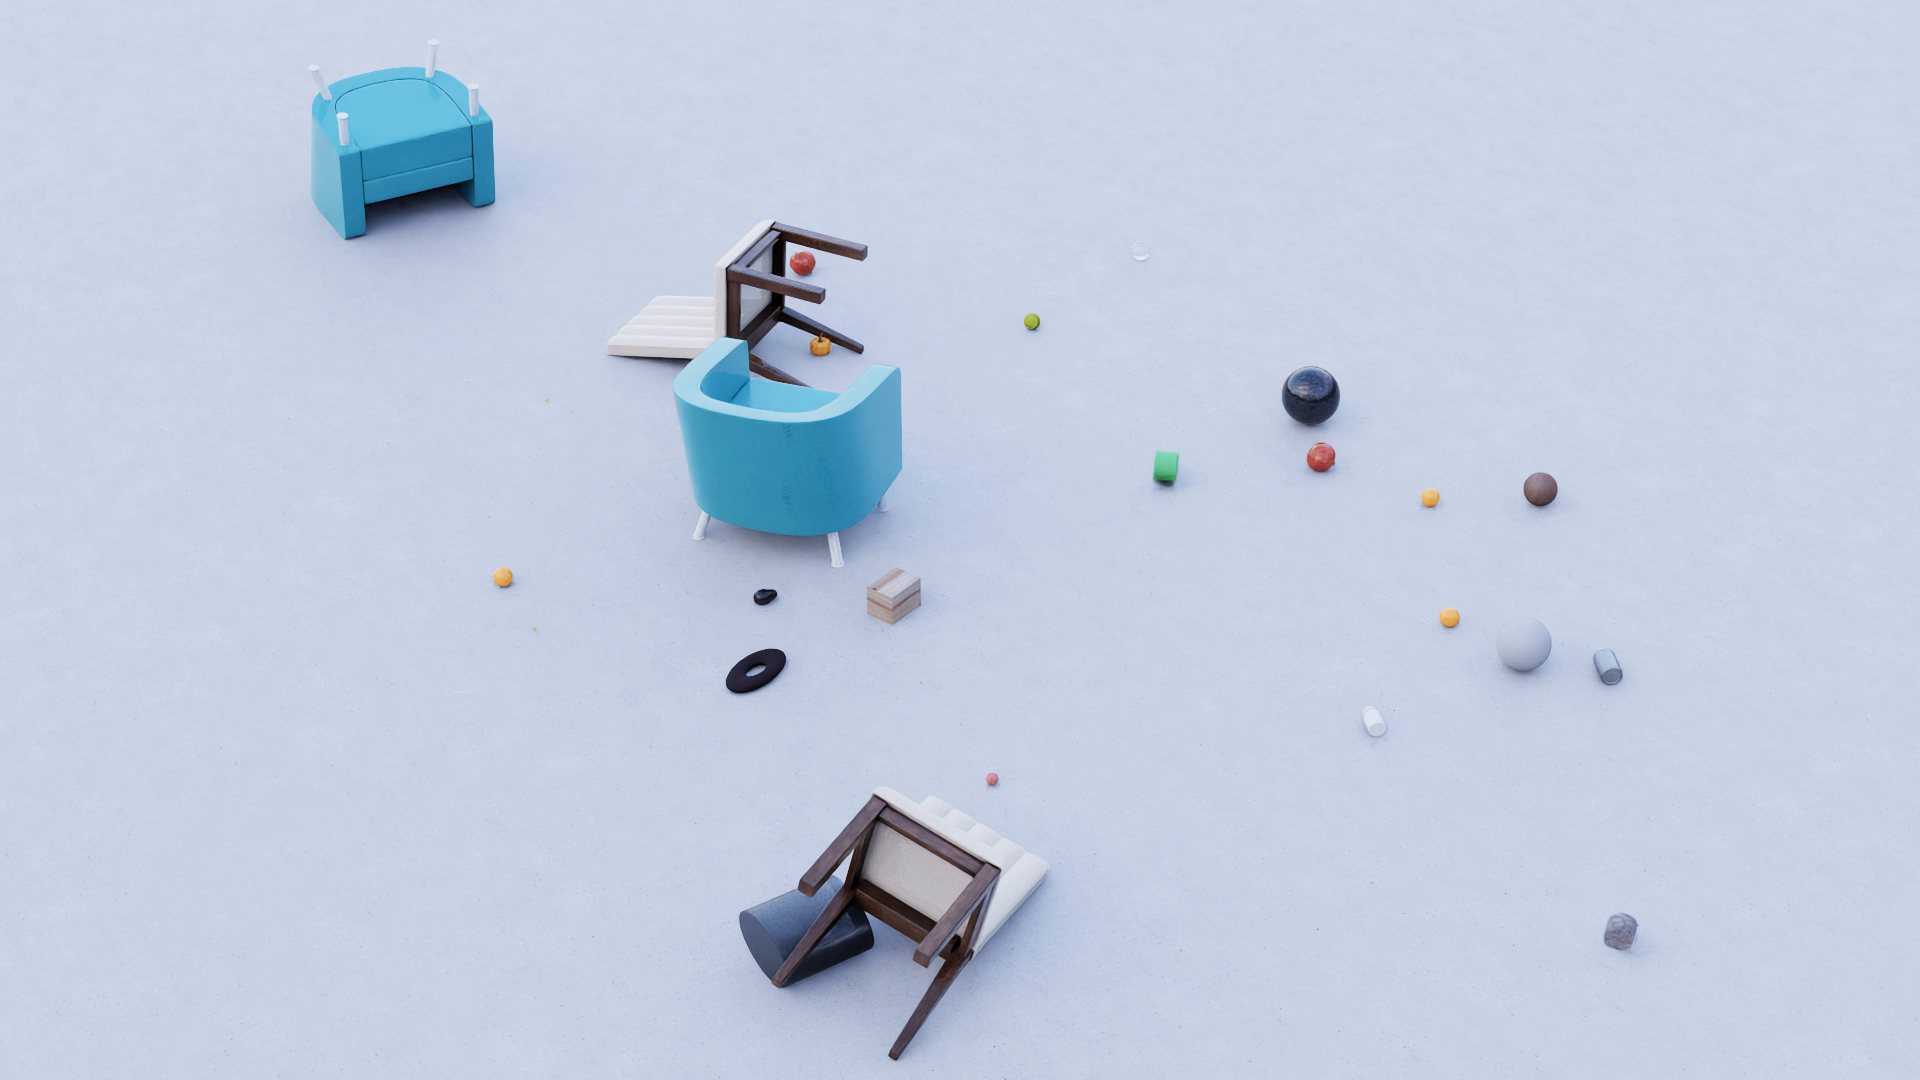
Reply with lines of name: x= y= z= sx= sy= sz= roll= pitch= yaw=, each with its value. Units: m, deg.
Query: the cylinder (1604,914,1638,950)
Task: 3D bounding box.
cylinder: x=2.037 y=1.207 z=9.038 sx=0.090 sy=0.080 sz=0.082 roll=-13 pitch=25 yaw=31

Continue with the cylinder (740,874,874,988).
cylinder: x=-0.469 y=1.193 z=8.957 sx=0.308 sy=0.191 sz=0.289 roll=-20 pitch=49 yaw=-28

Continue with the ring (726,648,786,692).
ring: x=-0.711 y=0.455 z=10.219 sx=0.152 sy=0.040 sz=0.285 roll=21 pitch=38 yaw=28

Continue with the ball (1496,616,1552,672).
ball: x=1.966 y=0.362 z=10.222 sx=0.191 sy=0.191 sz=0.191 roll=0 pitch=33 yaw=0

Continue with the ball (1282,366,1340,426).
ball: x=1.388 y=-0.572 z=11.600 sx=0.234 sy=0.234 sz=0.234 roll=0 pitch=33 yaw=0

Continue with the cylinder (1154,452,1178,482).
cylinder: x=0.793 y=-0.282 z=11.274 sx=0.084 sy=0.106 sz=0.154 roll=5 pitch=21 yaw=7

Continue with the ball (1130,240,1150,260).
ball: x=0.786 y=-1.262 z=12.782 sx=0.085 sy=0.085 sz=0.085 roll=0 pitch=33 yaw=0

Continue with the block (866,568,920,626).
block: x=-0.237 y=0.201 z=10.531 sx=0.116 sy=0.119 sz=0.162 roll=23 pitch=40 yaw=31
